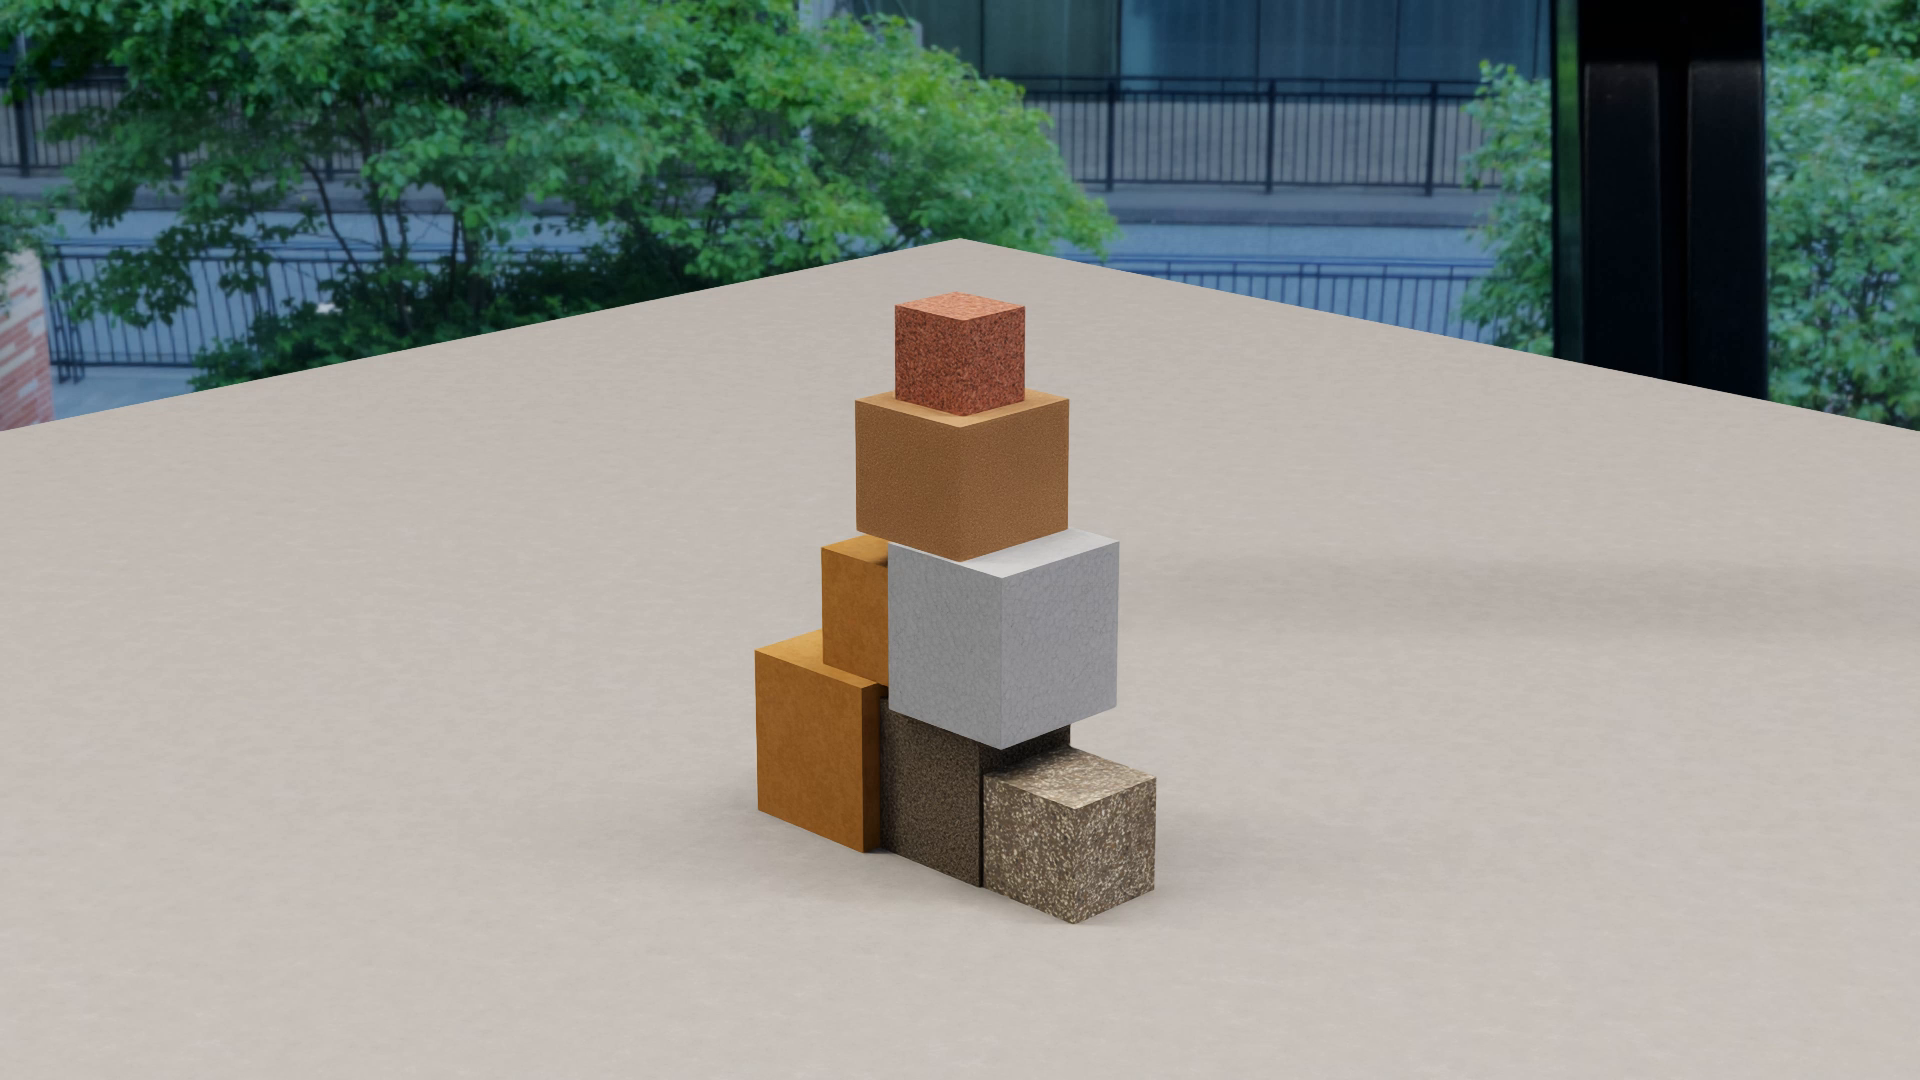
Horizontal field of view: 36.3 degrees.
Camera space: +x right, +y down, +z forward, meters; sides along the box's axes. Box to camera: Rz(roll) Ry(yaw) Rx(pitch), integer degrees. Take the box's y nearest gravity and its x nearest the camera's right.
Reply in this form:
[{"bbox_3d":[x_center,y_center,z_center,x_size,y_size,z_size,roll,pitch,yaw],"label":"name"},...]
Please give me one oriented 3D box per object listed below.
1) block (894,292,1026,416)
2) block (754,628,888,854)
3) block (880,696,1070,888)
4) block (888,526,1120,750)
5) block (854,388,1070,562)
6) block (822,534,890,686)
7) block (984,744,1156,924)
[{"bbox_3d":[0.000,-0.834,13.079,0.390,0.432,0.431,-17,24,-42],"label":"block"},{"bbox_3d":[-0.445,0.912,14.074,0.764,0.821,0.744,-17,24,-42],"label":"block"},{"bbox_3d":[0.070,1.091,13.625,0.603,0.748,0.646,-17,24,-42],"label":"block"},{"bbox_3d":[0.196,0.388,13.286,0.757,0.796,0.716,-17,24,-42],"label":"block"},{"bbox_3d":[0.010,-0.338,13.246,0.695,0.614,0.666,-17,24,-42],"label":"block"},{"bbox_3d":[-0.250,0.296,13.711,0.608,0.572,0.506,-17,24,-42],"label":"block"},{"bbox_3d":[0.493,1.319,13.229,0.533,0.550,0.565,-17,24,-42],"label":"block"}]
